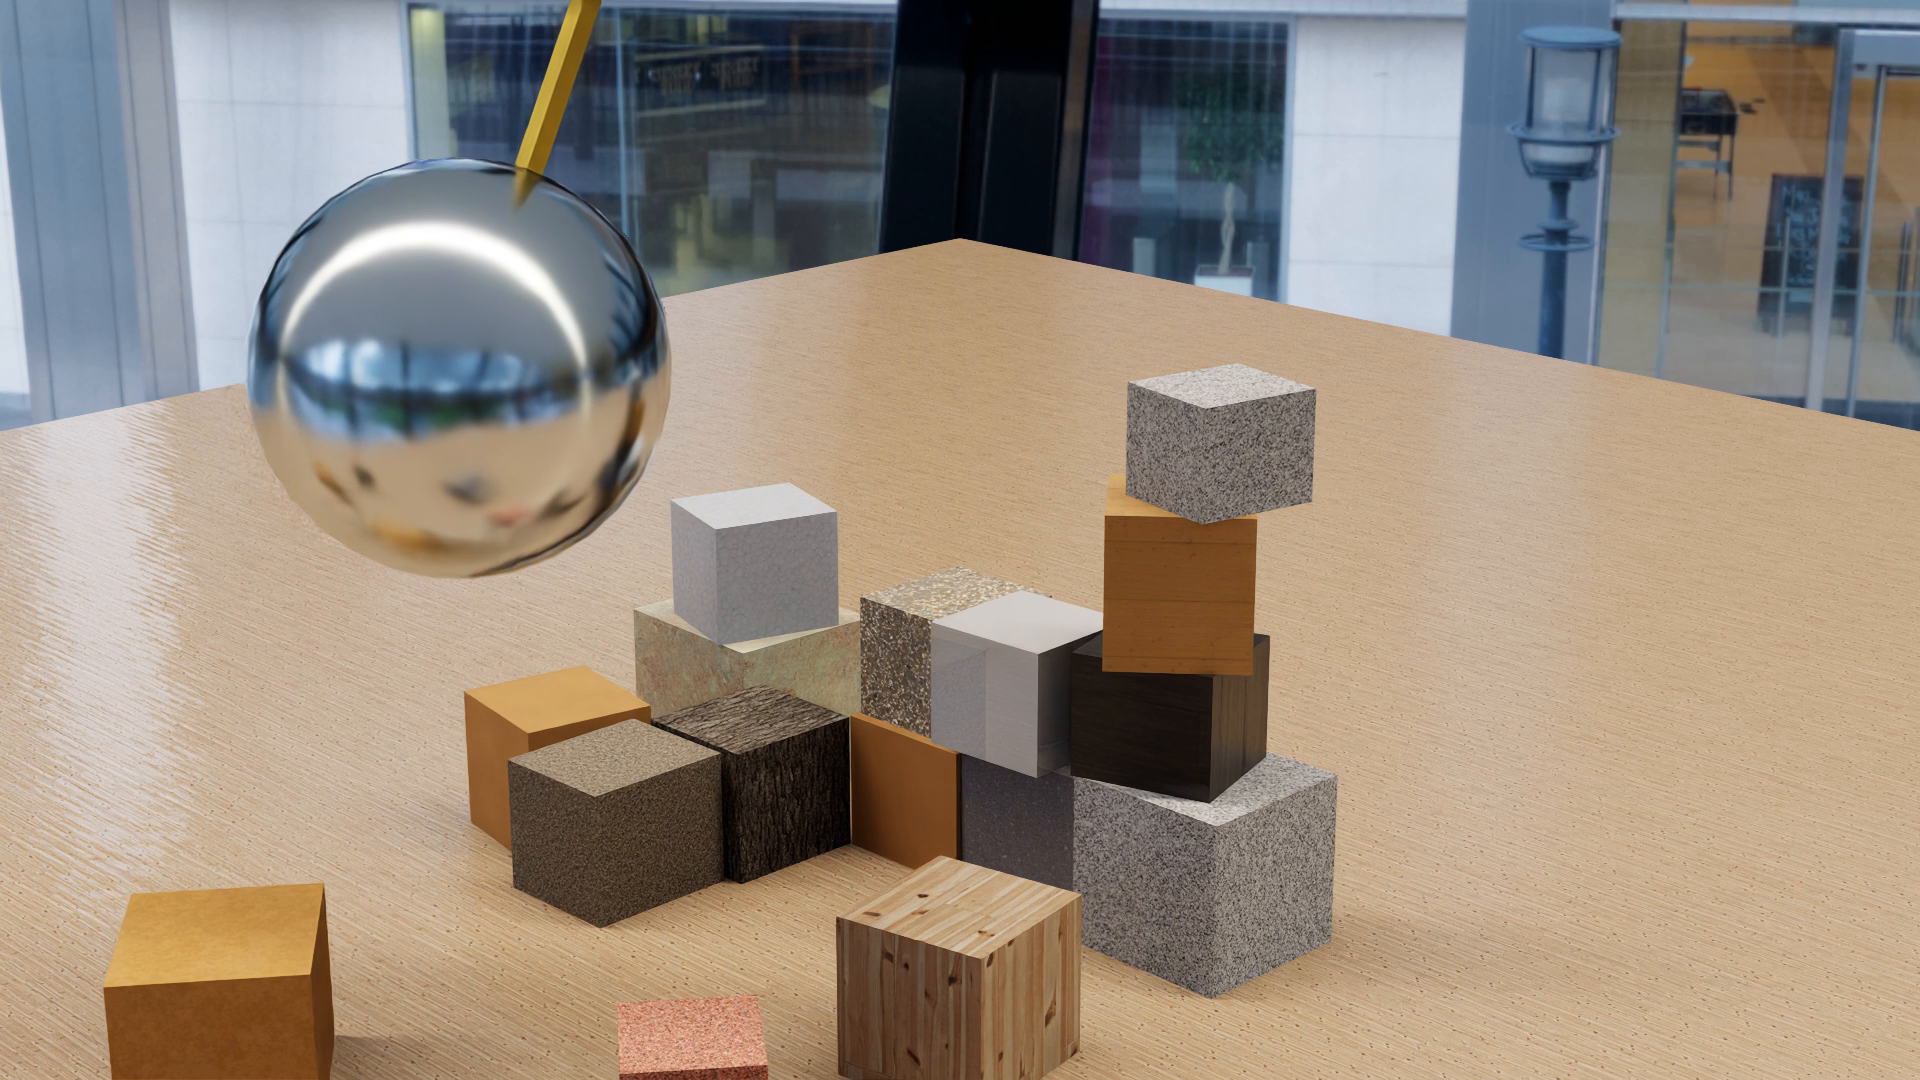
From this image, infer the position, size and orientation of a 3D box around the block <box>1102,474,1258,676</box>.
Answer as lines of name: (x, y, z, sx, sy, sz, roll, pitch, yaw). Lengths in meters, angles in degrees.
block: (0.924, 0.139, 12.310, 0.619, 0.676, 0.606, 1, 18, 5)

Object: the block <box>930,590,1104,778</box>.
block: (0.305, 0.628, 12.992, 0.623, 0.568, 0.602, 15, 23, 40)

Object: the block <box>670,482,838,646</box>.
block: (-1.007, 0.110, 14.375, 0.640, 0.586, 0.558, -9, 20, -26)

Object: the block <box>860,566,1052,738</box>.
block: (-0.018, 0.529, 13.555, 0.643, 0.572, 0.605, -17, 24, -42)

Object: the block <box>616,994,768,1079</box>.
block: (-0.992, 2.069, 10.868, 0.529, 0.535, 0.571, -2, 18, -7)

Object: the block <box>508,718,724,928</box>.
block: (-1.552, 1.269, 13.264, 0.625, 0.625, 0.722, 17, 24, 42)

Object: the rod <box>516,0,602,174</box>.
rod: (-0.822, -3.873, 11.262, 0.080, 5.200, 0.080, 17, -3, 42)

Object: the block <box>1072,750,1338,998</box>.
block: (1.053, 1.376, 12.664, 0.797, 0.780, 0.798, 17, 24, 42)

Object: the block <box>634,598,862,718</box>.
block: (-1.038, 0.741, 14.665, 0.788, 0.792, 0.887, -15, 23, -40)

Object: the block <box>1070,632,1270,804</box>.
block: (0.902, 0.708, 12.558, 0.650, 0.558, 0.601, 9, 20, 27)

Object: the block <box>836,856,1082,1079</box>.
block: (0.000, 1.759, 11.603, 0.682, 0.686, 0.712, 12, 21, 33)

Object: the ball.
ball: (-1.898, -0.650, 11.148, 1.600, 1.600, 1.600, 0, 17, 0)

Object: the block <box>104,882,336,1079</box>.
block: (-2.855, 1.834, 11.385, 0.751, 0.675, 0.841, -2, 18, -8)

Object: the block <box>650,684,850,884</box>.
block: (-0.974, 1.128, 13.696, 0.676, 0.635, 0.624, -16, 24, -42)

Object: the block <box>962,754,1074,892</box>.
block: (0.503, 1.239, 13.198, 0.662, 0.722, 0.741, -17, 24, -42)

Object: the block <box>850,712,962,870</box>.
block: (-0.023, 1.124, 13.691, 0.678, 0.646, 0.697, -17, 24, -42)

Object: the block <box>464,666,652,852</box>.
block: (-1.893, 1.060, 13.856, 0.633, 0.668, 0.672, -12, 21, -33)

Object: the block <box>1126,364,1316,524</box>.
block: (1.074, -0.405, 12.106, 0.578, 0.484, 0.514, -11, 21, -32)
